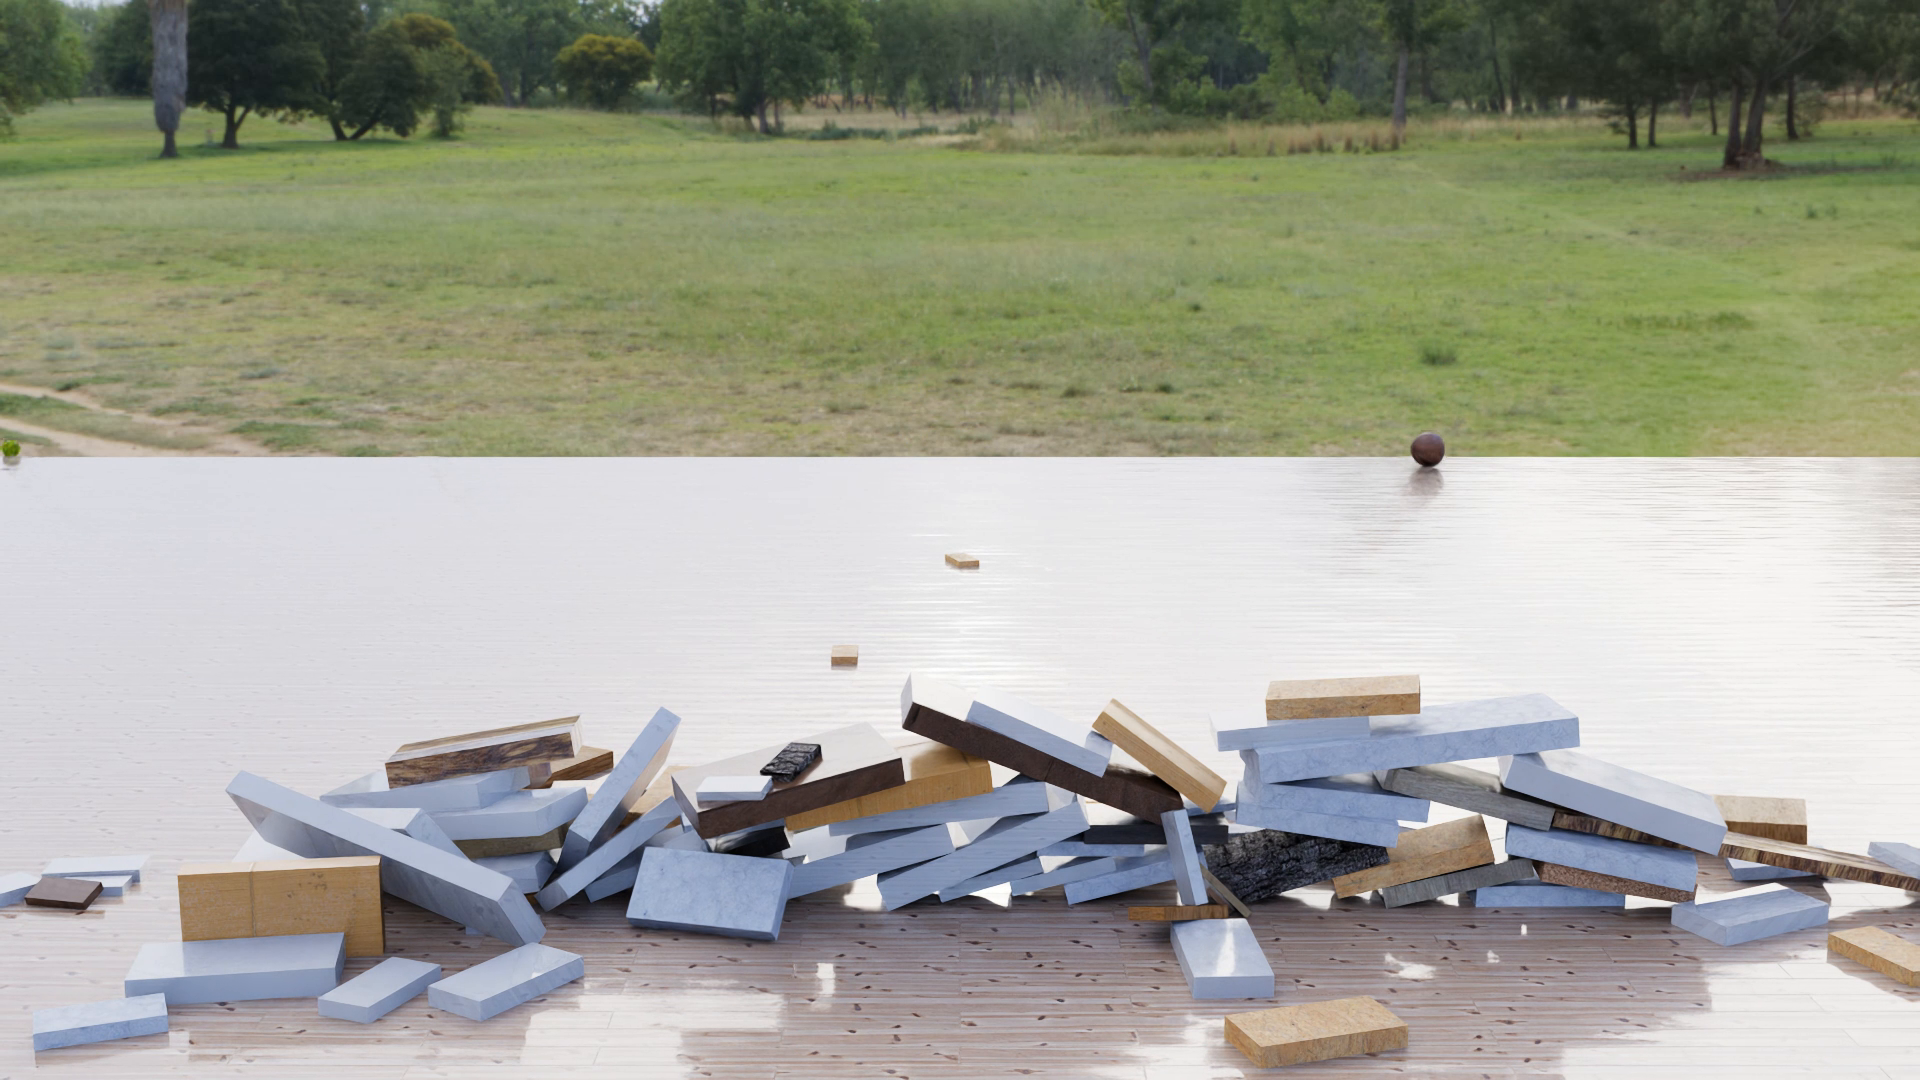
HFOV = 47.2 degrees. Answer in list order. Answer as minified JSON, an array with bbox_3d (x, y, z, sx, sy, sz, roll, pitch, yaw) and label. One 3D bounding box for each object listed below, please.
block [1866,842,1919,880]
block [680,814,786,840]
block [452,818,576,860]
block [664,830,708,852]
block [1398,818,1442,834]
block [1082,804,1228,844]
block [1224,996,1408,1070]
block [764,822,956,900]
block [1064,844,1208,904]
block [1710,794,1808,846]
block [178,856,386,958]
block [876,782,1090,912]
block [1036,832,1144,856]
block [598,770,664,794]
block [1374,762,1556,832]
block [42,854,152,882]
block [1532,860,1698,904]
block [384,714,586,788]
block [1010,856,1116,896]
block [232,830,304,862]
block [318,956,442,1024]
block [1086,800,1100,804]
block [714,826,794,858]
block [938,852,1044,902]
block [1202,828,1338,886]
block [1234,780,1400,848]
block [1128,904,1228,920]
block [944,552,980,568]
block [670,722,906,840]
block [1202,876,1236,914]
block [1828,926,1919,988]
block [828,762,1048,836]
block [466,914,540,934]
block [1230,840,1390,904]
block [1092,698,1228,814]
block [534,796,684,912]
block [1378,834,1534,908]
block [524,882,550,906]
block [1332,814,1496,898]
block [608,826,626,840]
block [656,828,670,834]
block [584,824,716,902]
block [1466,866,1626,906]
[{"bbox_3d":[1.590,0.539,3.630,0.081,0.023,0.161,6,12,-25],"label":"block"},{"bbox_3d":[-0.353,0.449,3.658,0.221,0.031,0.110,-9,16,-10],"label":"block"},{"bbox_3d":[-0.799,0.501,3.743,0.296,0.042,0.148,-8,7,10],"label":"block"},{"bbox_3d":[-0.430,0.538,3.572,0.061,0.122,0.017,-25,-7,14],"label":"block"},{"bbox_3d":[0.865,0.526,3.957,0.139,0.020,0.069,8,13,36],"label":"block"},{"bbox_3d":[0.320,0.471,3.651,0.236,0.033,0.118,0,10,-1],"label":"block"},{"bbox_3d":[0.496,0.685,3.068,0.227,0.032,0.113,-4,11,-19],"label":"block"},{"bbox_3d":[-0.186,0.516,3.659,0.356,0.050,0.178,-16,10,3],"label":"block"},{"bbox_3d":[0.289,0.545,3.664,0.236,0.033,0.118,-14,10,3],"label":"block"},{"bbox_3d":[1.332,0.502,3.948,0.350,0.050,0.175,1,9,20],"label":"block"},{"bbox_3d":[-1.039,0.569,3.376,0.295,0.148,0.042,-2,13,-9],"label":"block"},{"bbox_3d":[0.037,0.497,3.656,0.356,0.050,0.178,-23,10,4],"label":"block"},{"bbox_3d":[0.214,0.500,3.655,0.176,0.025,0.088,0,10,-1],"label":"block"},{"bbox_3d":[-0.567,0.475,4.194,0.237,0.034,0.118,5,12,25],"label":"block"},{"bbox_3d":[0.829,0.408,3.642,0.280,0.040,0.140,15,10,-1],"label":"block"},{"bbox_3d":[-1.472,0.563,3.751,0.159,0.023,0.080,-1,11,-7],"label":"block"},{"bbox_3d":[1.070,0.544,3.612,0.246,0.035,0.123,9,10,3],"label":"block"},{"bbox_3d":[-0.817,0.365,3.800,0.316,0.045,0.158,-9,7,-2],"label":"block"},{"bbox_3d":[0.168,0.546,3.663,0.176,0.025,0.088,-14,10,2],"label":"block"},{"bbox_3d":[-1.130,0.522,3.744,0.150,0.043,0.301,-1,13,-3],"label":"block"},{"bbox_3d":[-0.850,0.659,3.227,0.088,0.025,0.176,4,11,22],"label":"block"},{"bbox_3d":[0.249,0.514,3.802,0.247,0.035,0.123,2,47,13],"label":"block"},{"bbox_3d":[-0.385,0.512,3.666,0.220,0.031,0.110,-20,15,6],"label":"block"},{"bbox_3d":[0.049,0.552,3.663,0.176,0.025,0.088,-17,10,2],"label":"block"},{"bbox_3d":[0.504,0.519,3.663,0.236,0.033,0.118,-17,10,5],"label":"block"},{"bbox_3d":[0.587,0.451,3.629,0.260,0.037,0.130,8,11,5],"label":"block"},{"bbox_3d":[0.346,0.589,3.479,0.150,0.021,0.075,7,-12,-42],"label":"block"},{"bbox_3d":[0.006,0.059,6.479,0.063,0.018,0.125,-4,11,-20],"label":"block"},{"bbox_3d":[-0.275,0.380,3.501,0.336,0.048,0.168,-14,20,-18],"label":"block"},{"bbox_3d":[0.408,0.569,3.556,0.045,0.013,0.091,42,-4,47],"label":"block"},{"bbox_3d":[1.423,0.635,3.359,0.086,0.024,0.173,-4,11,-21],"label":"block"},{"bbox_3d":[-0.037,0.419,3.641,0.356,0.050,0.178,-7,10,1],"label":"block"},{"bbox_3d":[-0.728,0.613,3.505,0.107,0.015,0.054,1,11,3],"label":"block"},{"bbox_3d":[0.574,0.534,3.664,0.260,0.037,0.130,-17,10,4],"label":"block"},{"bbox_3d":[0.332,0.356,3.650,0.238,0.034,0.119,36,12,6],"label":"block"},{"bbox_3d":[-0.574,0.513,3.598,0.246,0.035,0.123,-36,1,-35],"label":"block"},{"bbox_3d":[0.814,0.548,3.647,0.246,0.035,0.123,-13,10,4],"label":"block"},{"bbox_3d":[-0.743,0.590,3.619,0.159,0.017,0.061,-10,14,-43],"label":"block"},{"bbox_3d":[0.747,0.523,3.643,0.260,0.037,0.130,-16,10,10],"label":"block"},{"bbox_3d":[-0.577,0.512,3.840,0.068,0.019,0.137,3,16,16],"label":"block"},{"bbox_3d":[-0.498,0.537,3.860,0.241,0.034,0.121,4,11,21],"label":"block"},{"bbox_3d":[-0.514,0.529,3.667,0.221,0.031,0.110,-22,15,4],"label":"block"},{"bbox_3d":[0.969,0.573,3.666,0.246,0.035,0.123,0,11,-1],"label":"block"}]
